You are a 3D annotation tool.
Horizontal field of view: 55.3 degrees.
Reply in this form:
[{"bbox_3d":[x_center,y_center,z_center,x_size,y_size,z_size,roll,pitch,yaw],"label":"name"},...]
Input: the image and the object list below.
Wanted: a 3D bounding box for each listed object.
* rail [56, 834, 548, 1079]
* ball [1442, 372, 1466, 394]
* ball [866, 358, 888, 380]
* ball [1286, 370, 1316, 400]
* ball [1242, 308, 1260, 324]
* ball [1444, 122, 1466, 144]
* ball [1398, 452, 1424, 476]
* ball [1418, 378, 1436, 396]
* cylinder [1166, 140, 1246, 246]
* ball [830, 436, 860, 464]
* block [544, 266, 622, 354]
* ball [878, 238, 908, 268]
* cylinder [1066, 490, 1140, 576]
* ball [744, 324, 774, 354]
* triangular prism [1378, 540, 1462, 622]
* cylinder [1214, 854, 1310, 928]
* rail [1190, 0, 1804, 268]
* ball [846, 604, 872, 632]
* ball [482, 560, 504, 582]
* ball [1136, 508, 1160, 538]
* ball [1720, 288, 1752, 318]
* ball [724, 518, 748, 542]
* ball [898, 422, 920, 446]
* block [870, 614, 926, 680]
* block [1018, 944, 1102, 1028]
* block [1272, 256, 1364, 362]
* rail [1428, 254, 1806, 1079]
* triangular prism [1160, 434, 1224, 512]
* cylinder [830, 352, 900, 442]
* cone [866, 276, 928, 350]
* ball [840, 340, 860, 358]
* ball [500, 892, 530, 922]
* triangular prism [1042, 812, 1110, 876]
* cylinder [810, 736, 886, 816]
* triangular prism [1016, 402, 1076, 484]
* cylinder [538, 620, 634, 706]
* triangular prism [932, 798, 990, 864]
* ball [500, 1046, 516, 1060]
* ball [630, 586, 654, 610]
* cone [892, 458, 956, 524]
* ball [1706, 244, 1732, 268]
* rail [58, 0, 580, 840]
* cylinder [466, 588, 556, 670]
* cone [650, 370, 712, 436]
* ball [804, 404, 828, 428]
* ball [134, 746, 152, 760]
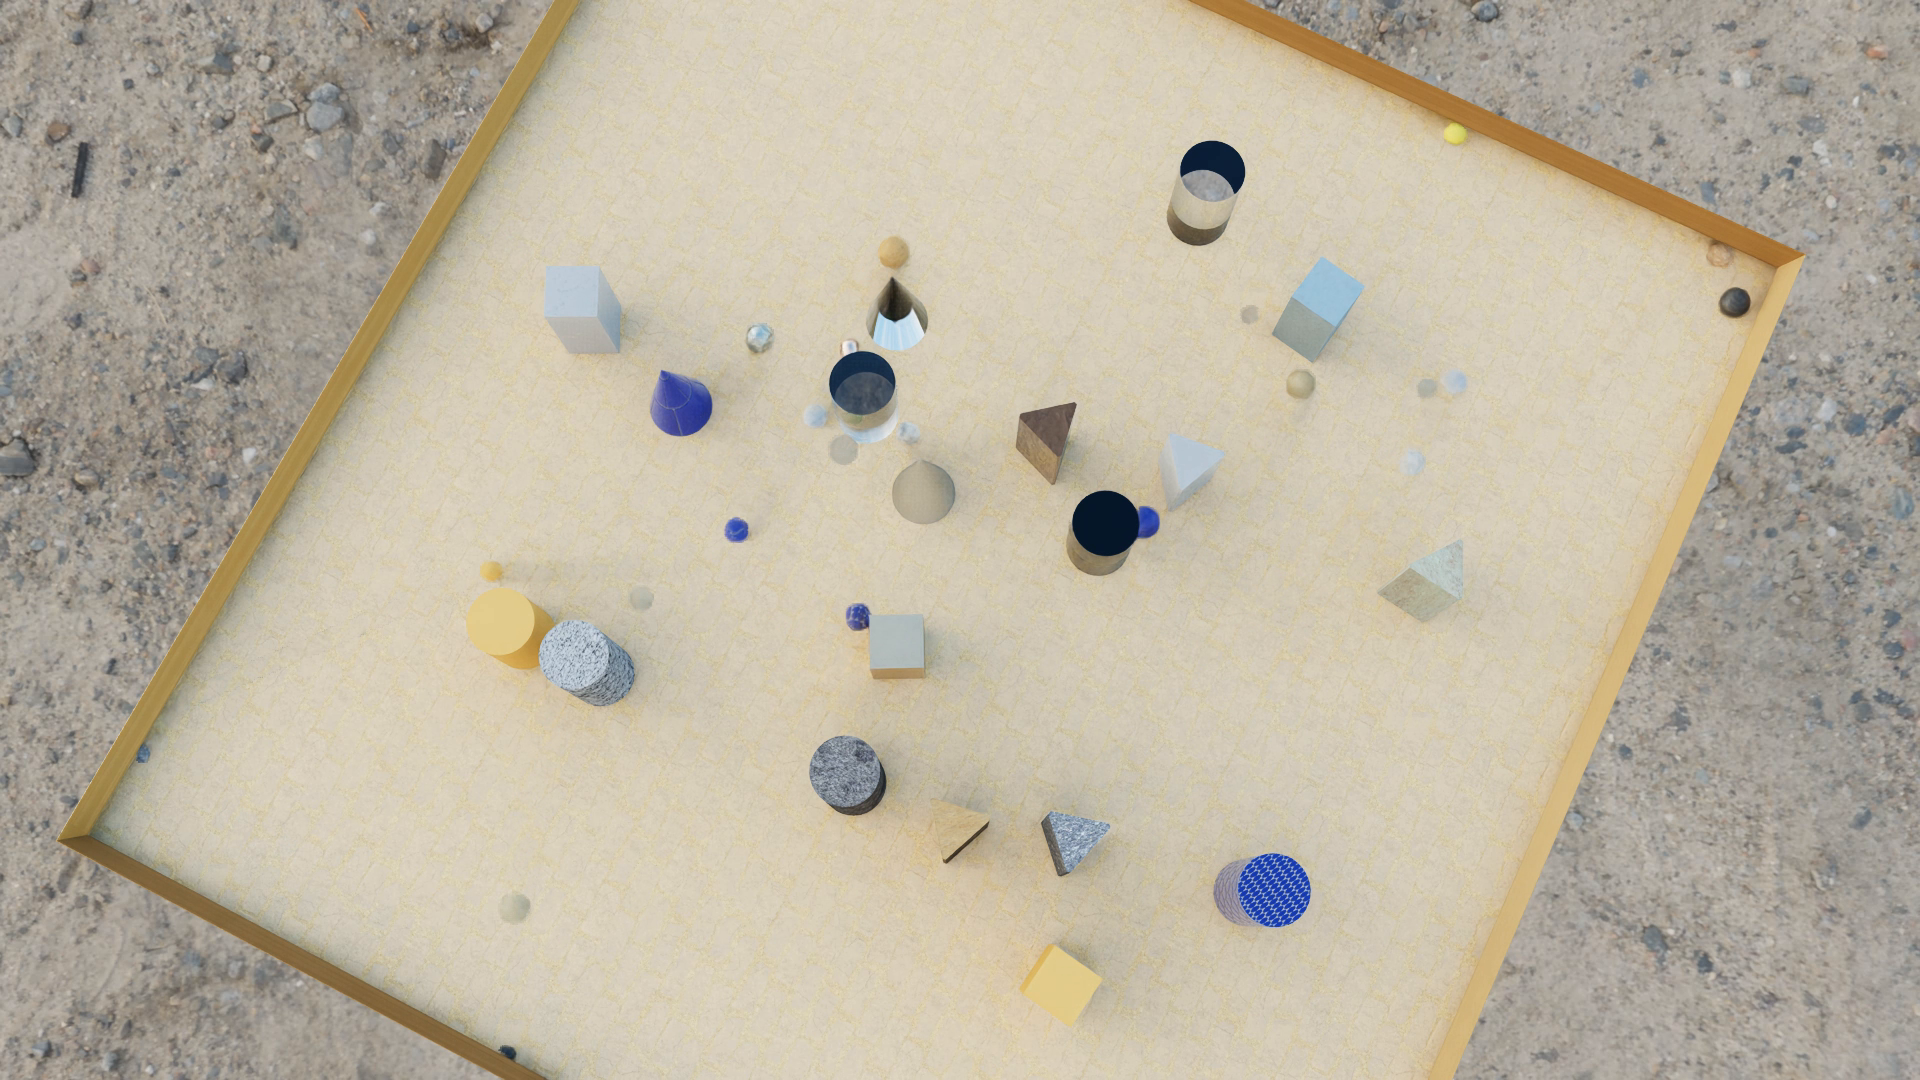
[{"bbox_3d":[-0.872,1.714,5.196,3.883,0.127,0.045,26,80,5],"label":"rail"},{"bbox_3d":[1.531,-0.486,5.680,0.072,0.072,0.072,0,78,0],"label":"ball"},{"bbox_3d":[-0.256,-0.530,5.692,0.068,0.068,0.068,0,78,0],"label":"ball"},{"bbox_3d":[1.052,-0.479,5.670,0.091,0.091,0.091,0,78,0],"label":"ball"},{"bbox_3d":[0.909,-0.701,5.735,0.053,0.053,0.053,0,78,0],"label":"ball"},{"bbox_3d":[1.580,-1.298,5.850,0.069,0.069,0.069,0,78,0],"label":"ball"},{"bbox_3d":[1.386,-0.234,5.627,0.075,0.075,0.075,0,78,0],"label":"ball"},{"bbox_3d":[1.447,-0.473,5.685,0.057,0.057,0.057,0,78,0],"label":"ball"},{"bbox_3d":[0.755,-1.065,5.651,0.196,0.364,0.196,0,78,0],"label":"cylinder"},{"bbox_3d":[-0.355,-0.276,5.628,0.090,0.090,0.090,0,78,0],"label":"ball"},{"bbox_3d":[-1.145,-0.697,5.577,0.157,0.360,0.157,0,78,0],"label":"block"},{"bbox_3d":[-0.210,-0.901,5.753,0.098,0.098,0.098,0,78,0],"label":"ball"},{"bbox_3d":[0.423,-0.017,5.462,0.196,0.310,0.196,0,78,0],"label":"cylinder"},{"bbox_3d":[-0.626,-0.625,5.700,0.090,0.090,0.090,0,78,0],"label":"ball"},{"bbox_3d":[1.380,0.102,5.382,0.170,0.419,0.147,33,80,6],"label":"triangular prism"},{"bbox_3d":[0.845,0.990,5.162,0.196,0.490,0.196,0,78,0],"label":"cylinder"},{"bbox_3d":[0.872,-1.700,5.902,3.883,0.127,0.045,26,80,5],"label":"rail"},{"bbox_3d":[-0.306,0.235,5.527,0.081,0.081,0.081,0,78,0],"label":"ball"},{"bbox_3d":[-1.419,0.094,5.566,0.061,0.061,0.061,0,78,0],"label":"ball"},{"bbox_3d":[0.561,-0.051,5.579,0.095,0.095,0.095,0,78,0],"label":"ball"},{"bbox_3d":[2.421,-0.743,5.723,0.093,0.093,0.093,0,78,0],"label":"ball"},{"bbox_3d":[-0.681,-0.032,5.585,0.075,0.075,0.075,0,78,0],"label":"ball"},{"bbox_3d":[-0.156,-0.327,5.649,0.069,0.069,0.069,0,78,0],"label":"ball"},{"bbox_3d":[-0.184,0.318,5.425,0.157,0.246,0.157,-1,78,0],"label":"block"},{"bbox_3d":[0.280,1.253,5.171,0.157,0.365,0.157,34,80,7],"label":"block"},{"bbox_3d":[1.086,-0.697,5.578,0.157,0.358,0.157,36,81,7],"label":"block"},{"bbox_3d":[1.715,0.847,5.375,0.045,0.127,3.946,26,80,5],"label":"rail"},{"bbox_3d":[0.663,-0.225,5.506,0.170,0.307,0.147,-39,81,-7],"label":"triangular prism"},{"bbox_3d":[-0.287,-0.429,5.540,0.196,0.323,0.196,0,78,0],"label":"cylinder"},{"bbox_3d":[-0.198,-0.731,5.559,0.196,0.409,0.196,0,78,0],"label":"cone"},{"bbox_3d":[-0.343,-0.593,5.706,0.066,0.066,0.066,0,78,0],"label":"ball"},{"bbox_3d":[-1.299,1.071,5.350,0.089,0.089,0.089,0,78,0],"label":"ball"},{"bbox_3d":[0.296,0.835,5.199,0.147,0.479,0.170,42,81,8],"label":"triangular prism"},{"bbox_3d":[-0.317,0.680,5.253,0.196,0.437,0.196,0,78,0],"label":"cylinder"},{"bbox_3d":[0.284,-0.315,5.501,0.147,0.355,0.170,-42,81,-8],"label":"triangular prism"},{"bbox_3d":[-1.080,0.363,5.329,0.196,0.417,0.196,0,78,0],"label":"cylinder"},{"bbox_3d":[-0.030,0.808,5.243,0.170,0.404,0.147,-41,81,-8],"label":"triangular prism"},{"bbox_3d":[-1.304,1.483,5.287,0.044,0.044,0.044,0,78,0],"label":"ball"},{"bbox_3d":[-0.962,0.178,5.543,0.072,0.072,0.072,0,78,0],"label":"ball"},{"bbox_3d":[-0.112,-0.188,5.431,0.196,0.439,0.196,0,78,0],"label":"cone"},{"bbox_3d":[2.390,-0.895,5.763,0.076,0.076,0.076,0,78,0],"label":"ball"},{"bbox_3d":[-1.715,-0.833,5.723,0.045,0.127,3.946,26,80,5],"label":"rail"},{"bbox_3d":[-1.319,0.264,5.406,0.196,0.305,0.196,0,78,0],"label":"cylinder"},{"bbox_3d":[-0.868,-0.456,5.513,0.196,0.388,0.196,0,78,0],"label":"cone"},{"bbox_3d":[-0.446,-0.385,5.658,0.075,0.075,0.075,0,78,0],"label":"ball"},{"bbox_3d":[-2.435,0.635,5.462,0.045,0.045,0.045,0,78,0],"label":"ball"}]
